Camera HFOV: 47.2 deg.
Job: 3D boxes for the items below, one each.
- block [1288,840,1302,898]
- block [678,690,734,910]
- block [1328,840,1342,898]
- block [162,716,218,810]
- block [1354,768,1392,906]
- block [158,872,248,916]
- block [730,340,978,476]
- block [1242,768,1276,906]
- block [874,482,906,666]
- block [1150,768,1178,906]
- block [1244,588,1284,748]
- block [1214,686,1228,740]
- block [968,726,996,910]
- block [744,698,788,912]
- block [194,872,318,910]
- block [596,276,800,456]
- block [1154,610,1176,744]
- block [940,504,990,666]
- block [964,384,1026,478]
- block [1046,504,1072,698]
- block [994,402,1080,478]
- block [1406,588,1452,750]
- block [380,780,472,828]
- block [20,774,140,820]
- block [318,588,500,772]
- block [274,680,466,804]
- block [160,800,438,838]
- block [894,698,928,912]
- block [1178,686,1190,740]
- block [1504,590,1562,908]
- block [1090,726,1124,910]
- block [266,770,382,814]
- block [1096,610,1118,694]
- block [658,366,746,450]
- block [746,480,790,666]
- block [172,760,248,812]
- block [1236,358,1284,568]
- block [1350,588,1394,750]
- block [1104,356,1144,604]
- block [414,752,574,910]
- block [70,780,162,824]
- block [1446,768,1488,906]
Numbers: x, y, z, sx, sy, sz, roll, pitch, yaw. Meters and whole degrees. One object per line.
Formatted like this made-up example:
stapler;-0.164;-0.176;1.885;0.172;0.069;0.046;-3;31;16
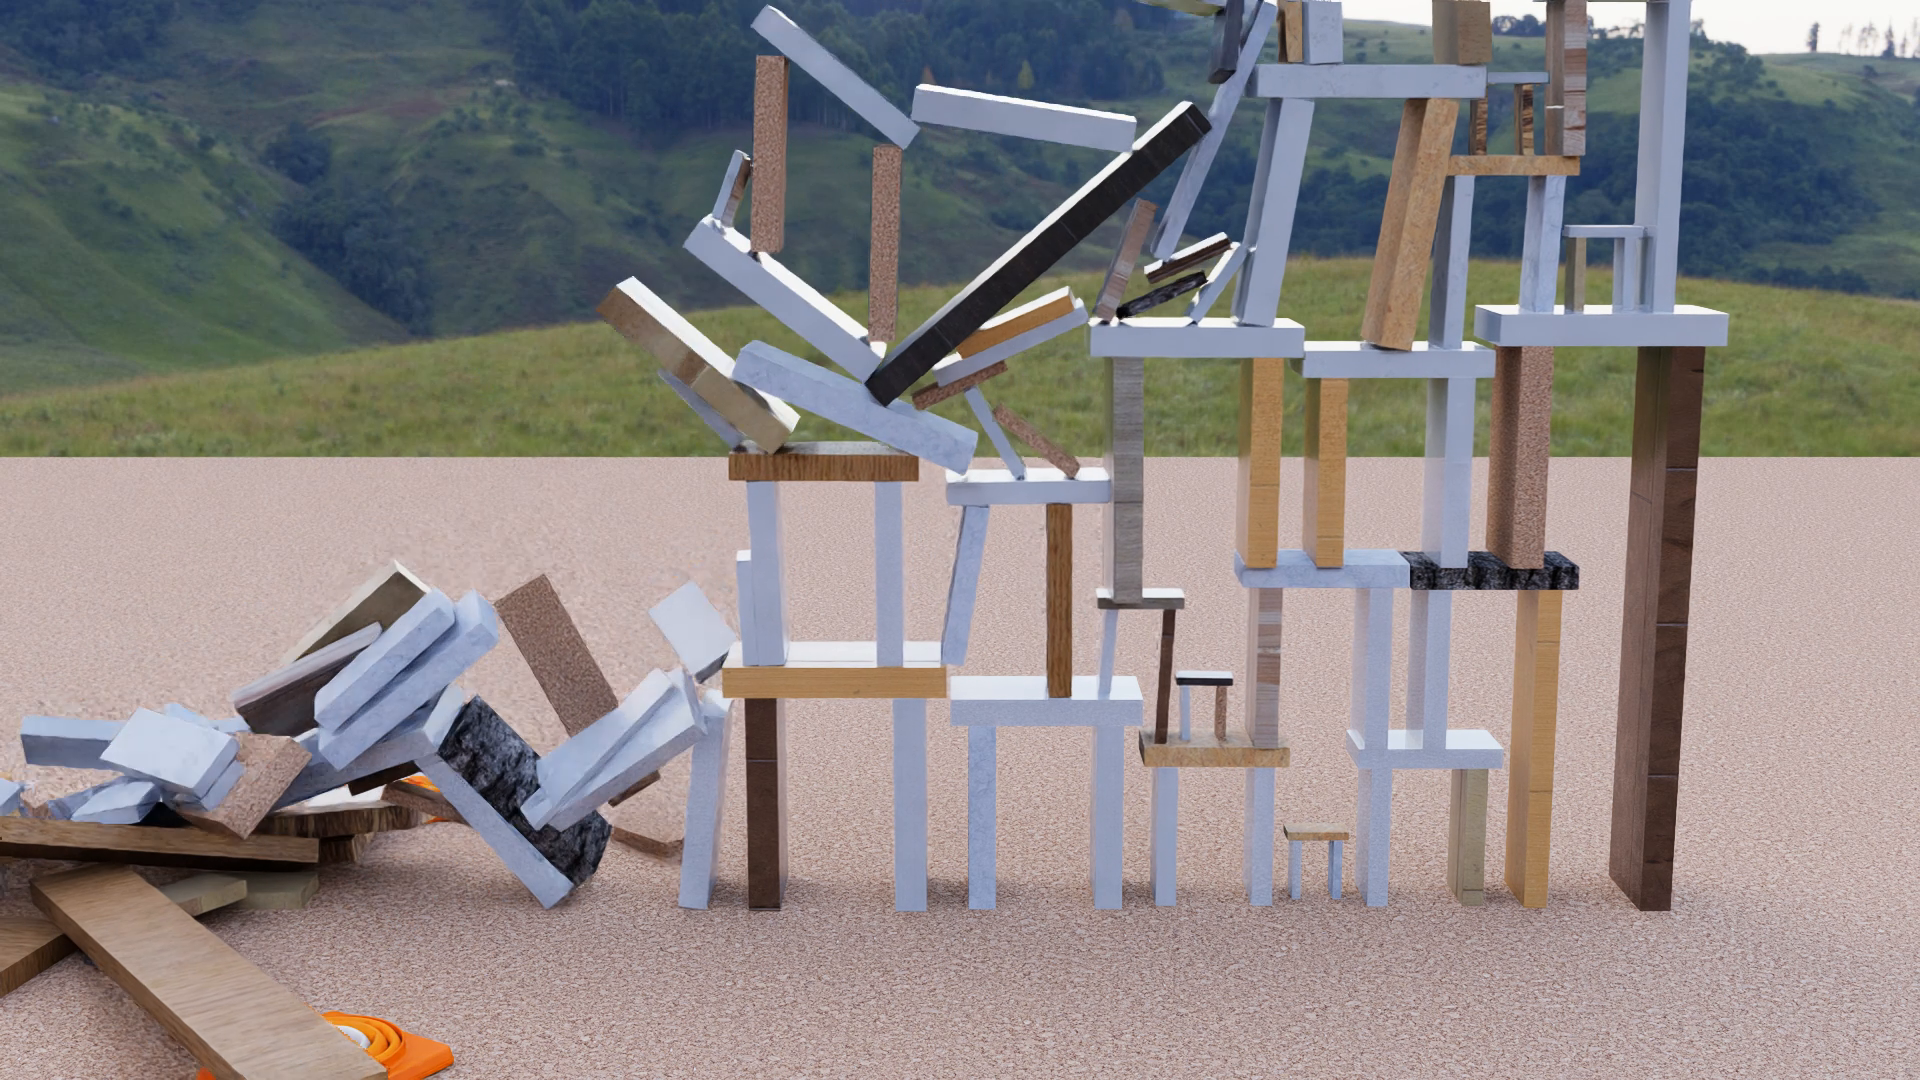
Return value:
block;0.557;0.541;3.659;0.014;0.101;0.050;0;11;0
block;-0.419;0.427;3.644;0.046;0.326;0.163;6;10;-1
block;0.624;0.541;3.659;0.014;0.101;0.050;0;11;0
block;-1.267;0.370;3.618;0.029;0.103;0.207;35;-30;0
block;0.685;0.475;3.645;0.033;0.234;0.117;0;11;0
block;-1.249;0.577;3.493;0.101;0.029;0.203;3;11;35
block;-0.164;-0.214;3.514;0.396;0.050;0.176;23;10;-2
block;0.496;0.474;3.648;0.033;0.236;0.118;0;11;0
block;-0.113;0.041;3.564;0.042;0.299;0.149;0;11;0
block;0.338;0.474;3.648;0.033;0.236;0.118;0;11;0
block;0.496;0.195;3.597;0.038;0.266;0.133;0;11;0
block;0.429;0.279;3.617;0.013;0.092;0.046;1;11;0
block;0.036;0.437;3.643;0.044;0.310;0.155;0;11;0
block;-0.319;0.413;3.640;0.051;0.358;0.179;0;11;0
block;-1.178;0.581;3.641;0.202;0.029;0.101;0;11;-1
block;-0.411;-0.279;3.495;0.352;0.050;0.176;40;9;-7
block;0.336;0.215;3.595;0.020;0.224;0.070;4;11;5
block;0.007;0.063;3.572;0.037;0.260;0.130;9;10;-3
block;0.056;-0.177;3.534;0.022;0.158;0.079;-31;9;5
block;0.161;0.087;3.574;0.037;0.316;0.130;0;11;0
block;0.123;-0.161;3.524;0.158;0.022;0.079;38;9;-8
block;0.766;0.198;3.594;0.037;0.265;0.132;0;10;0
block;-0.882;0.444;3.703;0.166;0.023;0.083;17;2;1
block;-1.560;0.472;3.874;0.269;0.038;0.135;-20;-2;2
block;-0.894;0.223;3.557;0.328;0.046;0.164;-39;24;-1
block;-0.990;0.333;3.627;0.328;0.046;0.164;-18;24;15
block;-1.156;0.488;3.780;0.479;0.041;0.145;-6;0;4
block;-0.081;0.413;3.640;0.051;0.358;0.179;0;11;0
block;0.369;0.278;3.618;0.013;0.092;0.046;-1;10;-1
block;0.942;0.329;3.618;0.037;0.532;0.132;0;11;0
block;0.243;0.437;3.643;0.044;0.310;0.155;0;11;0
block;-1.065;0.401;3.739;0.290;0.041;0.145;-20;-2;10
block;0.241;0.174;3.590;0.020;0.139;0.070;5;11;0
block;-0.409;-0.220;3.521;0.024;0.172;0.086;-43;7;8
block;-0.310;0.041;3.564;0.042;0.299;0.149;-3;11;-1
block;-1.205;0.392;3.529;0.176;0.024;0.086;-7;44;57
block;0.479;-0.135;3.528;0.047;0.332;0.166;1;11;0
block;0.674;0.195;3.597;0.038;0.268;0.133;0;11;0
block;0.262;-0.107;3.535;0.047;0.392;0.166;-1;11;-2
block;-0.754;0.450;3.653;0.046;0.326;0.163;-40;5;13
block;-1.405;0.442;3.676;0.103;0.029;0.207;-10;8;-7
block;0.841;0.475;3.645;0.033;0.234;0.117;0;10;0
